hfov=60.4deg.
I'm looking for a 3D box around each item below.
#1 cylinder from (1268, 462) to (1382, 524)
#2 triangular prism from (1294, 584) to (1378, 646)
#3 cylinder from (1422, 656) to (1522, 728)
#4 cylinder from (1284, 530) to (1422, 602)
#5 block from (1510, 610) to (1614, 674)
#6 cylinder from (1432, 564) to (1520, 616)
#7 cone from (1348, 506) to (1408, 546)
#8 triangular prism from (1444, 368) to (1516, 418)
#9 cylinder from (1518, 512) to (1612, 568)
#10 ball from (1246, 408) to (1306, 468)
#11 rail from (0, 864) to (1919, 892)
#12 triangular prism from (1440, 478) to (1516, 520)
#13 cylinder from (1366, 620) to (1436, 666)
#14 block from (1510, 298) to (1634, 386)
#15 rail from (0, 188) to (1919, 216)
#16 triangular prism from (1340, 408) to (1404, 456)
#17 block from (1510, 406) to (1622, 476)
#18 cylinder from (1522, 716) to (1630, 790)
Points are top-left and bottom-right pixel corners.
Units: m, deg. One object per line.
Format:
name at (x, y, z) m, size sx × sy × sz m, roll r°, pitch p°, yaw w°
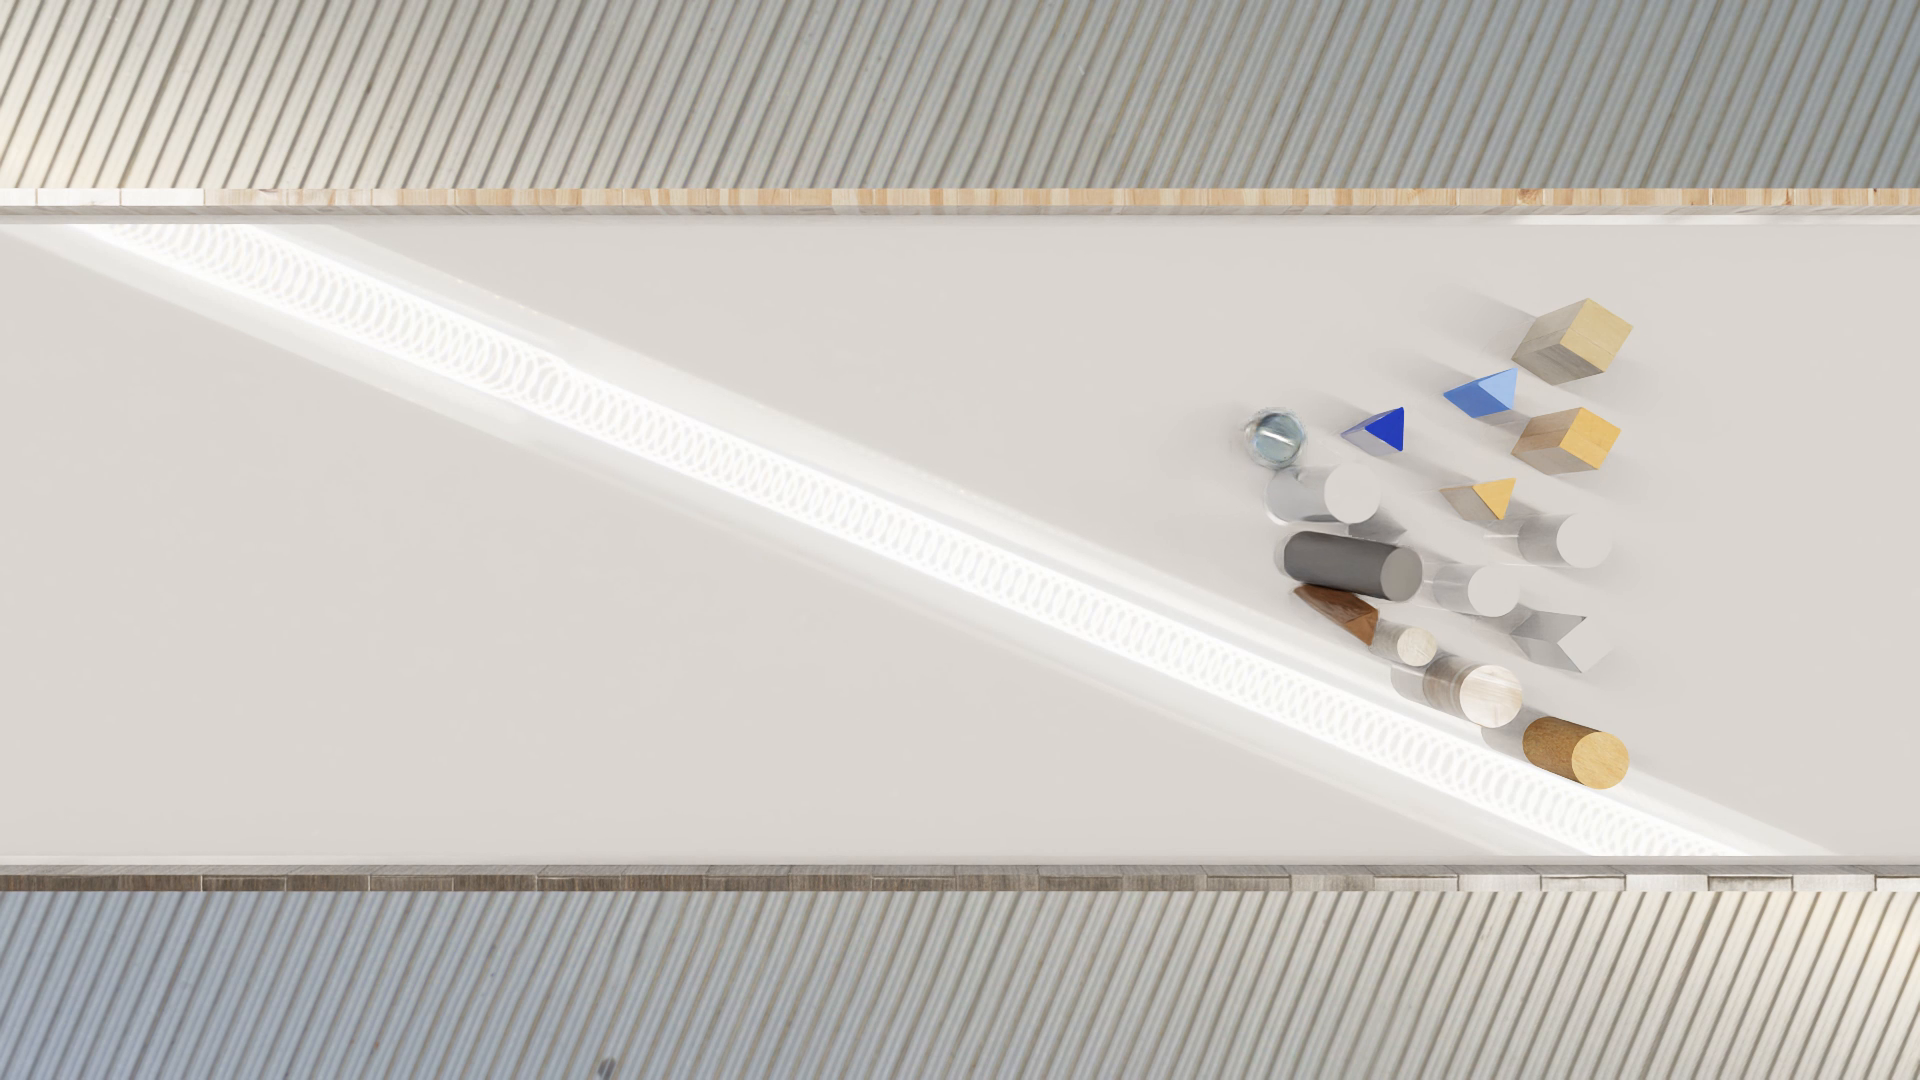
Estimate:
cylinder at (1.064, -0.135, 4.844) m, size 0.171 × 0.443 × 0.171 m, roll 0°, pitch 91°, yaw -10°
triangular prism at (1.129, 0.193, 4.891) m, size 0.109 × 0.350 × 0.095 m, roll 38°, pitch 93°, yaw -20°
cylinder at (1.513, 0.445, 4.887) m, size 0.179 × 0.379 × 0.179 m, roll 0°, pitch 90°, yaw 0°
cylinder at (1.150, 0.074, 4.851) m, size 0.157 × 0.428 × 0.157 m, roll -4°, pitch 98°, yaw -28°
block at (1.770, 0.298, 4.873) m, size 0.114 × 0.408 × 0.114 m, roll -40°, pitch 90°, yaw 0°
cylinder at (1.528, 0.146, 4.899) m, size 0.149 × 0.355 × 0.149 m, roll 0°, pitch 90°, yaw 0°
cone at (1.273, -0.028, 4.883) m, size 0.155 × 0.387 × 0.155 m, roll 0°, pitch 90°, yaw 0°
triangular prism at (1.566, -0.453, 4.903) m, size 0.120 × 0.348 × 0.104 m, roll 38°, pitch 90°, yaw 0°
cylinder at (1.795, 0.001, 4.909) m, size 0.160 × 0.335 × 0.160 m, roll 0°, pitch 90°, yaw 0°
ball at (0.943, -0.304, 4.933) m, size 0.178 × 0.178 × 0.178 m, roll 0°, pitch 90°, yaw 0°
rail at (-2.247, 1.025, 5.001) m, size 12.000 × 0.150 × 0.050 m, roll 0°, pitch 90°, yaw 0°
triangular prism at (1.558, -0.142, 4.912) m, size 0.109 × 0.330 × 0.126 m, roll -41°, pitch 90°, yaw 0°
cylinder at (1.301, 0.303, 4.887) m, size 0.112 × 0.380 × 0.112 m, roll 0°, pitch 90°, yaw 0°
block at (1.800, -0.580, 4.869) m, size 0.153 × 0.414 × 0.153 m, roll 33°, pitch 90°, yaw 0°
rail at (-2.247, -1.025, 5.002) m, size 12.000 × 0.150 × 0.050 m, roll 0°, pitch 90°, yaw 0°
triangular prism at (1.252, -0.337, 4.921) m, size 0.127 × 0.311 × 0.110 m, roll 31°, pitch 90°, yaw 0°
block at (1.782, -0.288, 4.869) m, size 0.130 × 0.414 × 0.130 m, roll 30°, pitch 90°, yaw 0°
cylinder at (1.813, 0.625, 4.872) m, size 0.163 × 0.409 × 0.163 m, roll 0°, pitch 90°, yaw 0°
